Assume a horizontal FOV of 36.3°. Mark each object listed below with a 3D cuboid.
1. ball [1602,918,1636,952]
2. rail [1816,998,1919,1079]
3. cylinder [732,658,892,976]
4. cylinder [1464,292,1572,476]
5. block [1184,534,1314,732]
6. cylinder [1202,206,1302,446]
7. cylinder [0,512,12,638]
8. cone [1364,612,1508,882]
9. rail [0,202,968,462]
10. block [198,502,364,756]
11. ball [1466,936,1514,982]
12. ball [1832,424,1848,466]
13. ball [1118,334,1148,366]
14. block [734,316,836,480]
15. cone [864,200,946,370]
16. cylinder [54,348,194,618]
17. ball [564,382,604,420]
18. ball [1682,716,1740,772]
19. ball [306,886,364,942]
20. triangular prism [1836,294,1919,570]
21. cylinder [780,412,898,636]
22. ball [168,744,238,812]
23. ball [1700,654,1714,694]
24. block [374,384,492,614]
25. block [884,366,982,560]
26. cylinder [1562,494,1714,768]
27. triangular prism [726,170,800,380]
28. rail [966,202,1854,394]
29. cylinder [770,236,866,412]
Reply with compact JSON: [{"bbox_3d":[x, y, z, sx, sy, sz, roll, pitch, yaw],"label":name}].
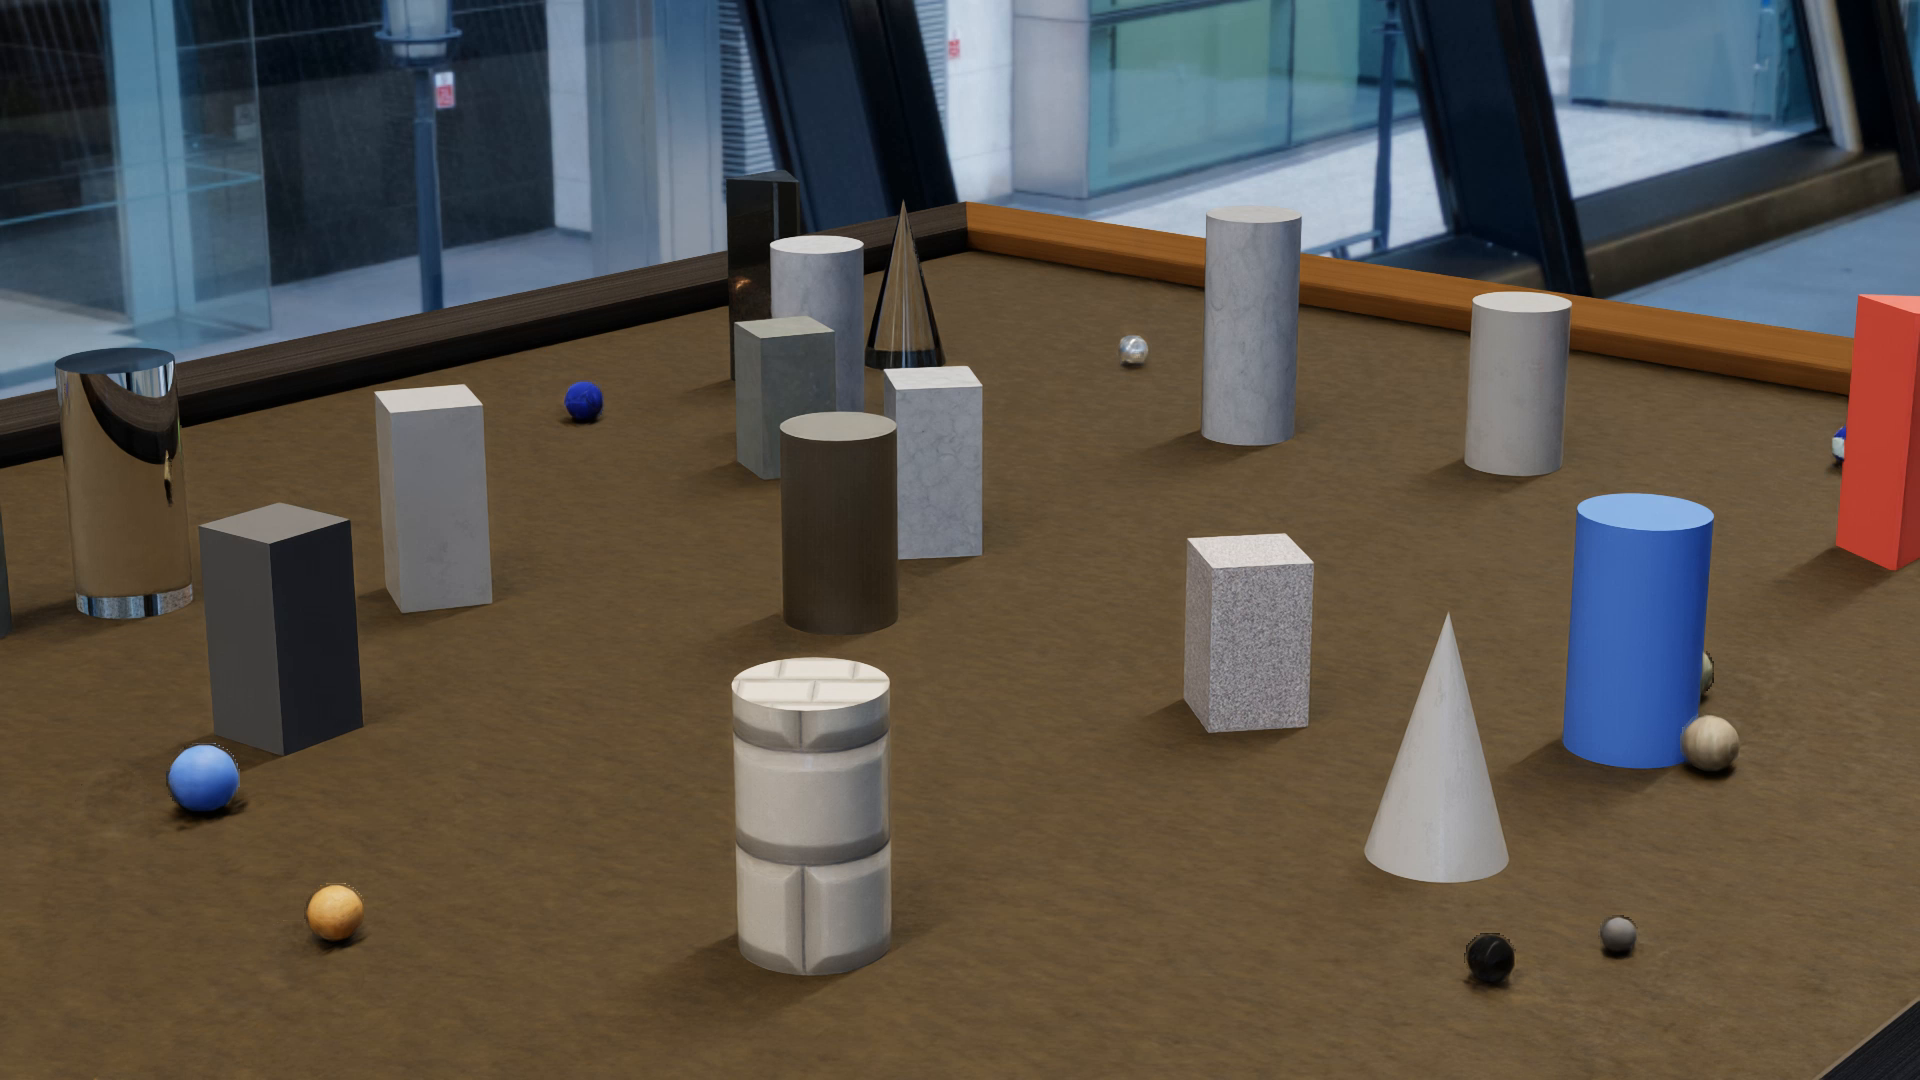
[{"bbox_3d":[0.835,0.501,3.715,0.044,0.044,0.044,0,17,0],"label":"ball"},{"bbox_3d":[1.531,0.416,3.848,0.045,0.128,4.774,14,22,39],"label":"rail"},{"bbox_3d":[-0.185,0.346,3.696,0.197,0.351,0.197,0,17,0],"label":"cylinder"},{"bbox_3d":[1.126,-0.317,5.923,0.197,0.335,0.197,0,17,0],"label":"cylinder"},{"bbox_3d":[0.443,0.142,4.524,0.157,0.263,0.157,-3,17,-9],"label":"block"},{"bbox_3d":[0.608,-0.450,6.131,0.197,0.469,0.197,0,17,0],"label":"cylinder"},{"bbox_3d":[-1.697,-0.022,4.882,0.197,0.370,0.197,0,17,0],"label":"cylinder"},{"bbox_3d":[0.653,0.263,3.971,0.197,0.351,0.197,0,17,0],"label":"cone"},{"bbox_3d":[-1.531,-0.352,6.392,0.045,0.128,4.774,14,22,39],"label":"rail"},{"bbox_3d":[-1.026,0.133,4.436,0.157,0.332,0.157,12,21,35],"label":"block"},{"bbox_3d":[0.657,0.519,3.630,0.058,0.058,0.058,0,17,0],"label":"ball"},{"bbox_3d":[1.808,-0.190,5.925,0.091,0.091,0.091,0,17,0],"label":"ball"},{"bbox_3d":[0.399,-0.438,6.781,0.072,0.072,0.072,0,17,0],"label":"ball"},{"bbox_3d":[-0.352,-0.288,5.907,0.157,0.289,0.157,-7,18,-22],"label":"block"},{"bbox_3d":[-0.130,-0.599,6.775,0.197,0.384,0.197,0,17,0],"label":"cone"},{"bbox_3d":[-1.434,-0.099,5.037,0.197,0.429,0.197,0,17,0],"label":"cylinder"},{"bbox_3d":[-0.807,-0.299,6.299,0.084,0.084,0.084,0,17,0],"label":"ball"},{"bbox_3d":[1.105,0.300,4.315,0.082,0.082,0.082,0,17,0],"label":"ball"},{"bbox_3d":[-0.799,0.477,3.748,0.071,0.071,0.071,0,17,0],"label":"ball"},{"bbox_3d":[1.677,-0.203,5.310,0.148,0.471,0.170,14,22,38],"label":"triangular prism"},{"bbox_3d":[-0.204,-0.030,4.965,0.197,0.337,0.197,0,17,0],"label":"cylinder"},{"bbox_3d":[-1.074,0.339,4.162,0.096,0.096,0.096,0,17,0],"label":"ball"},{"bbox_3d":[1.145,0.207,4.622,0.081,0.081,0.081,0,17,0],"label":"ball"},{"bbox_3d":[-0.912,-0.073,5.080,0.157,0.355,0.157,-6,18,-20],"label":"block"},{"bbox_3d":[-0.050,-0.143,5.375,0.157,0.318,0.157,-3,17,-9],"label":"block"},{"bbox_3d":[1.009,0.134,4.372,0.197,0.367,0.197,0,17,0],"label":"cylinder"},{"bbox_3d":[-0.420,-0.598,6.639,0.170,0.460,0.148,5,17,15],"label":"triangular prism"},{"bbox_3d":[1.550,-0.483,6.829,4.102,0.128,0.045,14,22,39],"label":"rail"},{"bbox_3d":[-0.301,-0.435,6.221,0.197,0.389,0.197,0,17,0],"label":"cylinder"}]
